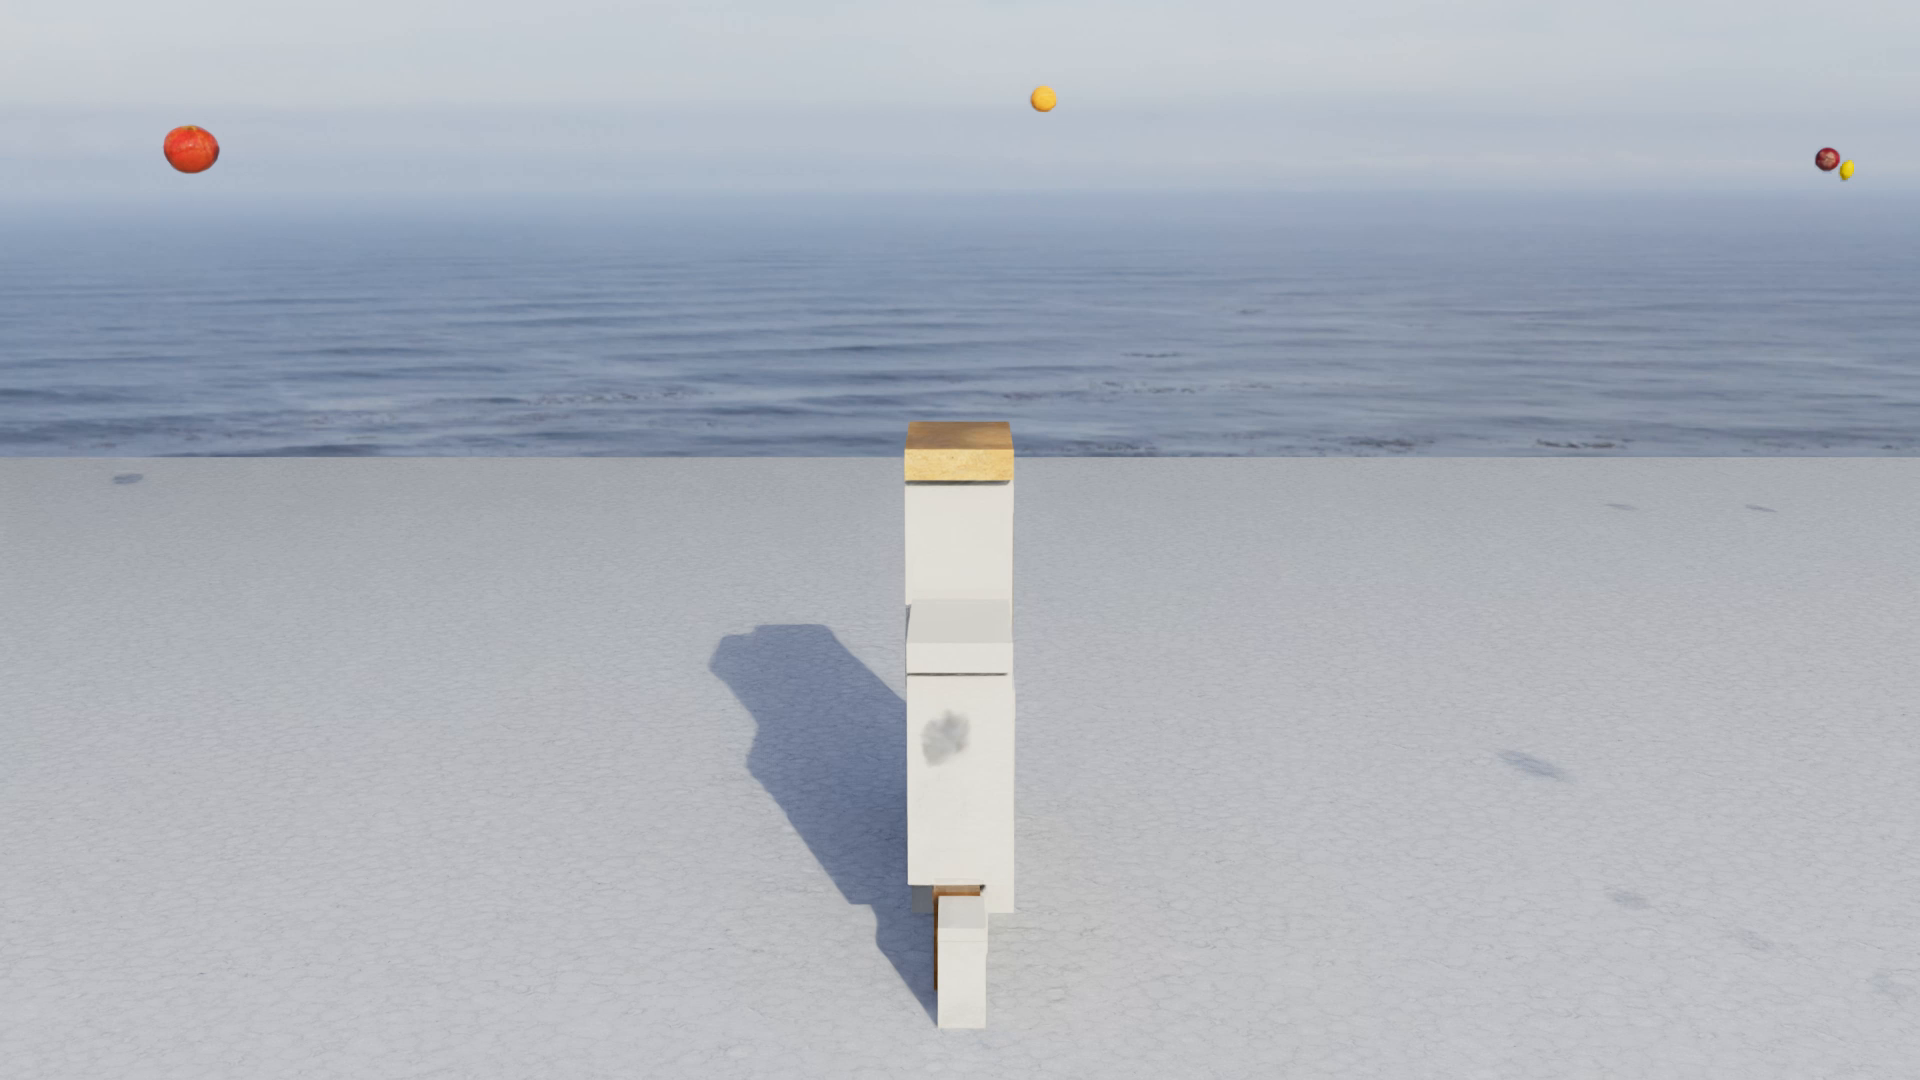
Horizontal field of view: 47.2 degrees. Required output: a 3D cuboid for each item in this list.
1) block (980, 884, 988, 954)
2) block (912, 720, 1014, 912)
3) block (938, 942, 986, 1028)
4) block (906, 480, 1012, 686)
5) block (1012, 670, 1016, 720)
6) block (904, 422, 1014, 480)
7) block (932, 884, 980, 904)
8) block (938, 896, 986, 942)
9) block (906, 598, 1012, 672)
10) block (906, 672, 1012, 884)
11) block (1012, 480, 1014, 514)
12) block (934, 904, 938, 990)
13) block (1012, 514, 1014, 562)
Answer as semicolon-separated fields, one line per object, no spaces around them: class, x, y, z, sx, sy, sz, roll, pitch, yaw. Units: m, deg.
block;0.002;0.559;3.397;0.080;0.160;0.023;0;11;0
block;0.004;0.439;3.572;0.166;0.333;0.047;0;11;0
block;0.003;0.625;3.115;0.067;0.134;0.019;0;11;0
block;-0.002;0.063;3.502;0.169;0.338;0.048;0;11;0
block;0.004;0.232;3.646;0.166;0.047;0.333;0;11;0
block;-0.001;-0.147;3.577;0.169;0.048;0.338;0;11;0
block;-0.005;0.510;3.285;0.069;0.020;0.139;0;11;0
block;0.003;0.541;3.145;0.067;0.019;0.134;0;11;0
block;0.000;0.141;3.299;0.152;0.043;0.304;0;11;0
block;-0.001;0.343;3.233;0.152;0.329;0.043;0;11;0
block;0.003;-0.103;3.943;0.178;0.050;0.356;0;11;0
block;-0.004;0.597;3.254;0.069;0.139;0.020;0;11;0
block;0.003;0.119;3.863;0.178;0.356;0.050;0;11;0
